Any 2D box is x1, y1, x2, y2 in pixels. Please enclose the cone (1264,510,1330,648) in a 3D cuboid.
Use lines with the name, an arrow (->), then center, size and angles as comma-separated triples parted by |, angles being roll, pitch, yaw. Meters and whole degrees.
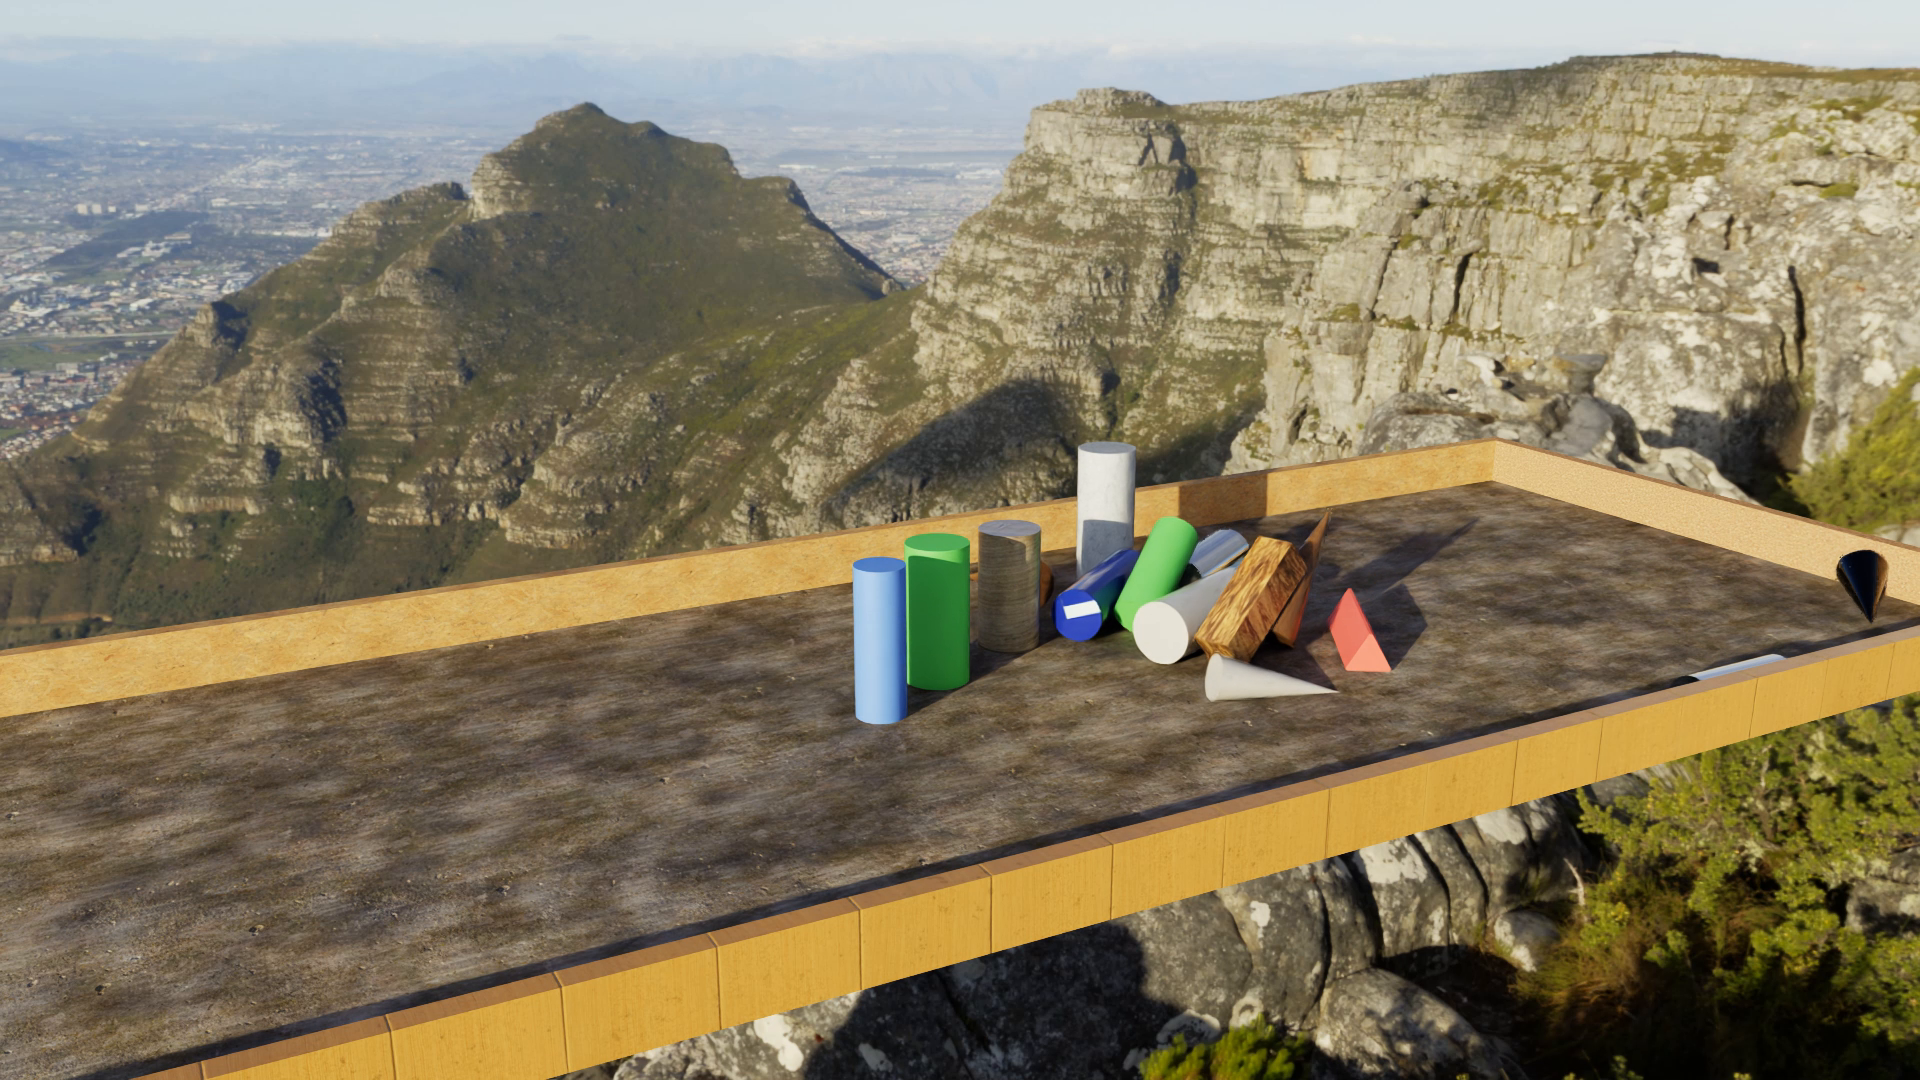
cone -> 0.902, 0.082, 4.374 | 0.146, 0.394, 0.146 | 27, -12, 6

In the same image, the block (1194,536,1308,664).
block -> 0.754, 0.161, 4.266 | 0.108, 0.108, 0.338 | 14, 61, 46

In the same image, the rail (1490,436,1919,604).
rail -> 2.466, -0.048, 5.253 | 0.050, 0.150, 2.100 | -9, 18, -27

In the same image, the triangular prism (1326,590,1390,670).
triangular prism -> 1.059, 0.233, 4.380 | 0.113, 0.098, 0.377 | 1, 16, 5

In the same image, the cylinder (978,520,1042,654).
cylinder -> 0.130, 0.122, 4.370 | 0.166, 0.321, 0.166 | 0, 16, 0

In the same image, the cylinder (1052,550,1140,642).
cylinder -> 0.400, 0.149, 4.594 | 0.144, 0.144, 0.421 | 8, 18, 24

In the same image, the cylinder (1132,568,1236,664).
cylinder -> 0.632, 0.199, 4.383 | 0.167, 0.167, 0.373 | 13, 21, 37

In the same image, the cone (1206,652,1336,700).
cone -> 0.779, 0.355, 4.045 | 0.330, 0.118, 0.118 | 8, 15, -10

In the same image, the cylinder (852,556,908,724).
cylinder -> -0.187, 0.236, 3.887 | 0.124, 0.374, 0.124 | 0, 16, 0

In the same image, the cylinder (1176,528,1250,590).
cylinder -> 0.715, 0.081, 4.824 | 0.145, 0.145, 0.370 | 9, 19, 28

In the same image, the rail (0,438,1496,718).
rail -> -3.305, 0.497, 3.399 | 12.000, 0.150, 0.050 | -9, 18, -27

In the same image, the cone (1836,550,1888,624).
cone -> 2.577, 0.161, 4.688 | 0.136, 0.136, 0.310 | 6, 30, 21

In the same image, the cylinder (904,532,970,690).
cylinder -> -0.056, 0.177, 4.114 | 0.162, 0.359, 0.162 | 0, 16, 0

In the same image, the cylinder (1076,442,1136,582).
cylinder -> 0.429, -0.070, 4.856 | 0.169, 0.413, 0.169 | 0, 16, 0

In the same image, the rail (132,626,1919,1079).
rail -> -2.336, 1.006, 1.665 | 12.000, 0.150, 0.050 | -9, 18, -27

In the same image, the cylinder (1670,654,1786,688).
cylinder -> 1.837, 0.358, 3.913 | 0.302, 0.127, 0.127 | -9, 18, -27

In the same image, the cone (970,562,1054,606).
cone -> 0.112, 0.117, 4.839 | 0.135, 0.135, 0.360 | -11, 9, -33

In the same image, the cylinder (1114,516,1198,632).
cylinder -> 0.542, 0.095, 4.540 | 0.130, 0.130, 0.328 | 9, 48, 27
